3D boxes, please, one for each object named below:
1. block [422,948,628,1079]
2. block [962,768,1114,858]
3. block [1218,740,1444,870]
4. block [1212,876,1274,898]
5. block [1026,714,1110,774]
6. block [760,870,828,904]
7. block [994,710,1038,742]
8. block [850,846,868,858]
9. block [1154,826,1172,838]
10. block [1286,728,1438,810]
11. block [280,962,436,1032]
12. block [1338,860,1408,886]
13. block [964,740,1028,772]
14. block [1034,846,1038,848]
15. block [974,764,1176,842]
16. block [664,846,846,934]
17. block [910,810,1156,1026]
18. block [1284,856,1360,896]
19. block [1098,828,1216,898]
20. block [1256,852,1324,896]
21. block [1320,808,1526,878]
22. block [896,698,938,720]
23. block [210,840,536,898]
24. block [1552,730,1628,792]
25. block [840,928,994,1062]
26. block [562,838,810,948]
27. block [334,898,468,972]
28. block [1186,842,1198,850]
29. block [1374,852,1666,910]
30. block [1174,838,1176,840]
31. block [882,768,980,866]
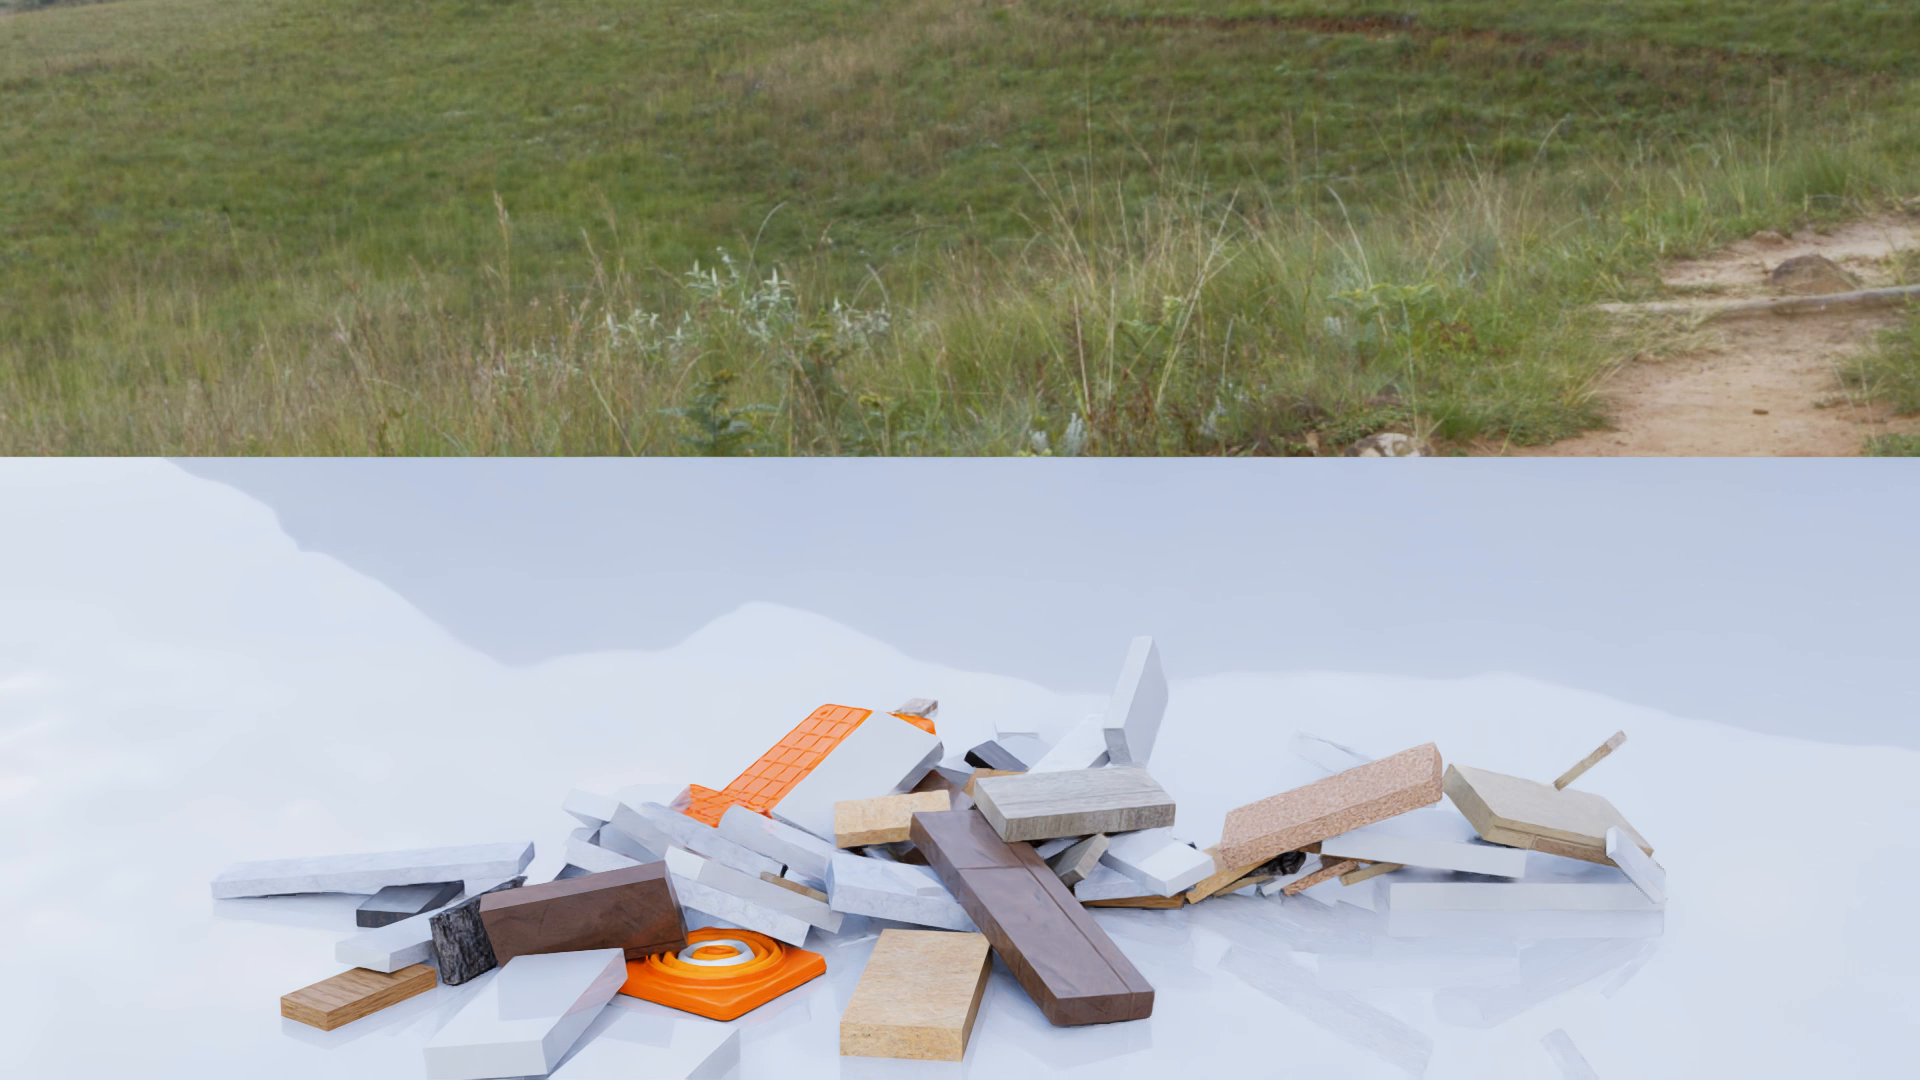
[{"bbox_3d":[-0.603,0.662,3.086,0.169,0.048,0.338,-6,9,11],"label":"block"},{"bbox_3d":[0.137,0.482,3.865,0.318,0.045,0.159,3,34,31],"label":"block"},{"bbox_3d":[0.605,0.433,3.582,0.369,0.039,0.139,-22,14,20],"label":"block"},{"bbox_3d":[0.466,0.565,3.681,0.109,0.015,0.054,-17,13,-7],"label":"block"},{"bbox_3d":[0.196,0.401,3.914,0.099,0.028,0.471,0,15,24],"label":"block"},{"bbox_3d":[-0.263,0.548,3.476,0.100,0.014,0.050,25,-11,-26],"label":"block"},{"bbox_3d":[0.118,0.395,4.649,0.086,0.024,0.173,0,11,-2],"label":"block"},{"bbox_3d":[-0.149,0.559,3.801,0.046,0.013,0.261,-6,12,-30],"label":"block"},{"bbox_3d":[0.234,0.520,3.937,0.278,0.039,0.139,2,11,11],"label":"block"},{"bbox_3d":[0.771,0.439,4.216,0.150,0.043,0.301,20,1,-25],"label":"block"},{"bbox_3d":[-0.877,0.660,3.213,0.101,0.029,0.203,7,13,34],"label":"block"},{"bbox_3d":[0.692,0.538,3.663,0.131,0.018,0.065,-19,10,2],"label":"block"},{"bbox_3d":[0.099,0.441,4.100,0.173,0.024,0.086,36,24,20],"label":"block"},{"bbox_3d":[0.096,0.550,3.757,0.013,0.046,0.093,44,31,22],"label":"block"},{"bbox_3d":[0.191,0.437,3.660,0.301,0.043,0.150,-3,21,-19],"label":"block"},{"bbox_3d":[-0.323,0.546,3.437,0.264,0.037,0.132,26,-11,-30],"label":"block"},{"bbox_3d":[0.098,0.567,3.390,0.154,0.044,0.614,0,18,-22],"label":"block"},{"bbox_3d":[0.600,0.551,3.675,0.131,0.018,0.065,-24,10,7],"label":"block"},{"bbox_3d":[0.311,0.517,3.570,0.099,0.028,0.198,-22,22,-28],"label":"block"},{"bbox_3d":[0.548,0.557,3.673,0.109,0.015,0.054,-25,10,-2],"label":"block"},{"bbox_3d":[0.760,0.489,3.635,0.324,0.046,0.162,6,12,7],"label":"block"},{"bbox_3d":[-0.094,0.369,4.812,0.058,0.016,0.115,4,11,19],"label":"block"},{"bbox_3d":[-0.977,0.550,3.670,0.520,0.029,0.101,-5,10,4],"label":"block"},{"bbox_3d":[1.008,0.354,3.520,0.062,0.017,0.123,-21,-21,-50],"label":"block"},{"bbox_3d":[-0.057,0.655,3.189,0.169,0.048,0.364,1,11,7],"label":"block"},{"bbox_3d":[-0.418,0.537,3.356,0.381,0.037,0.132,21,-11,-5],"label":"block"},{"bbox_3d":[-0.805,0.605,3.409,0.103,0.029,0.360,5,6,25],"label":"block"},{"bbox_3d":[0.346,0.551,3.741,0.067,0.019,0.133,-29,-7,33],"label":"block"},{"bbox_3d":[0.927,0.567,3.666,0.448,0.046,0.162,0,11,0],"label":"block"},{"bbox_3d":[0.316,0.547,3.768,0.067,0.019,0.133,-28,-7,33],"label":"block"},{"bbox_3d":[-0.099,0.477,3.952,0.159,0.045,0.416,-34,20,-13],"label":"block"}]
